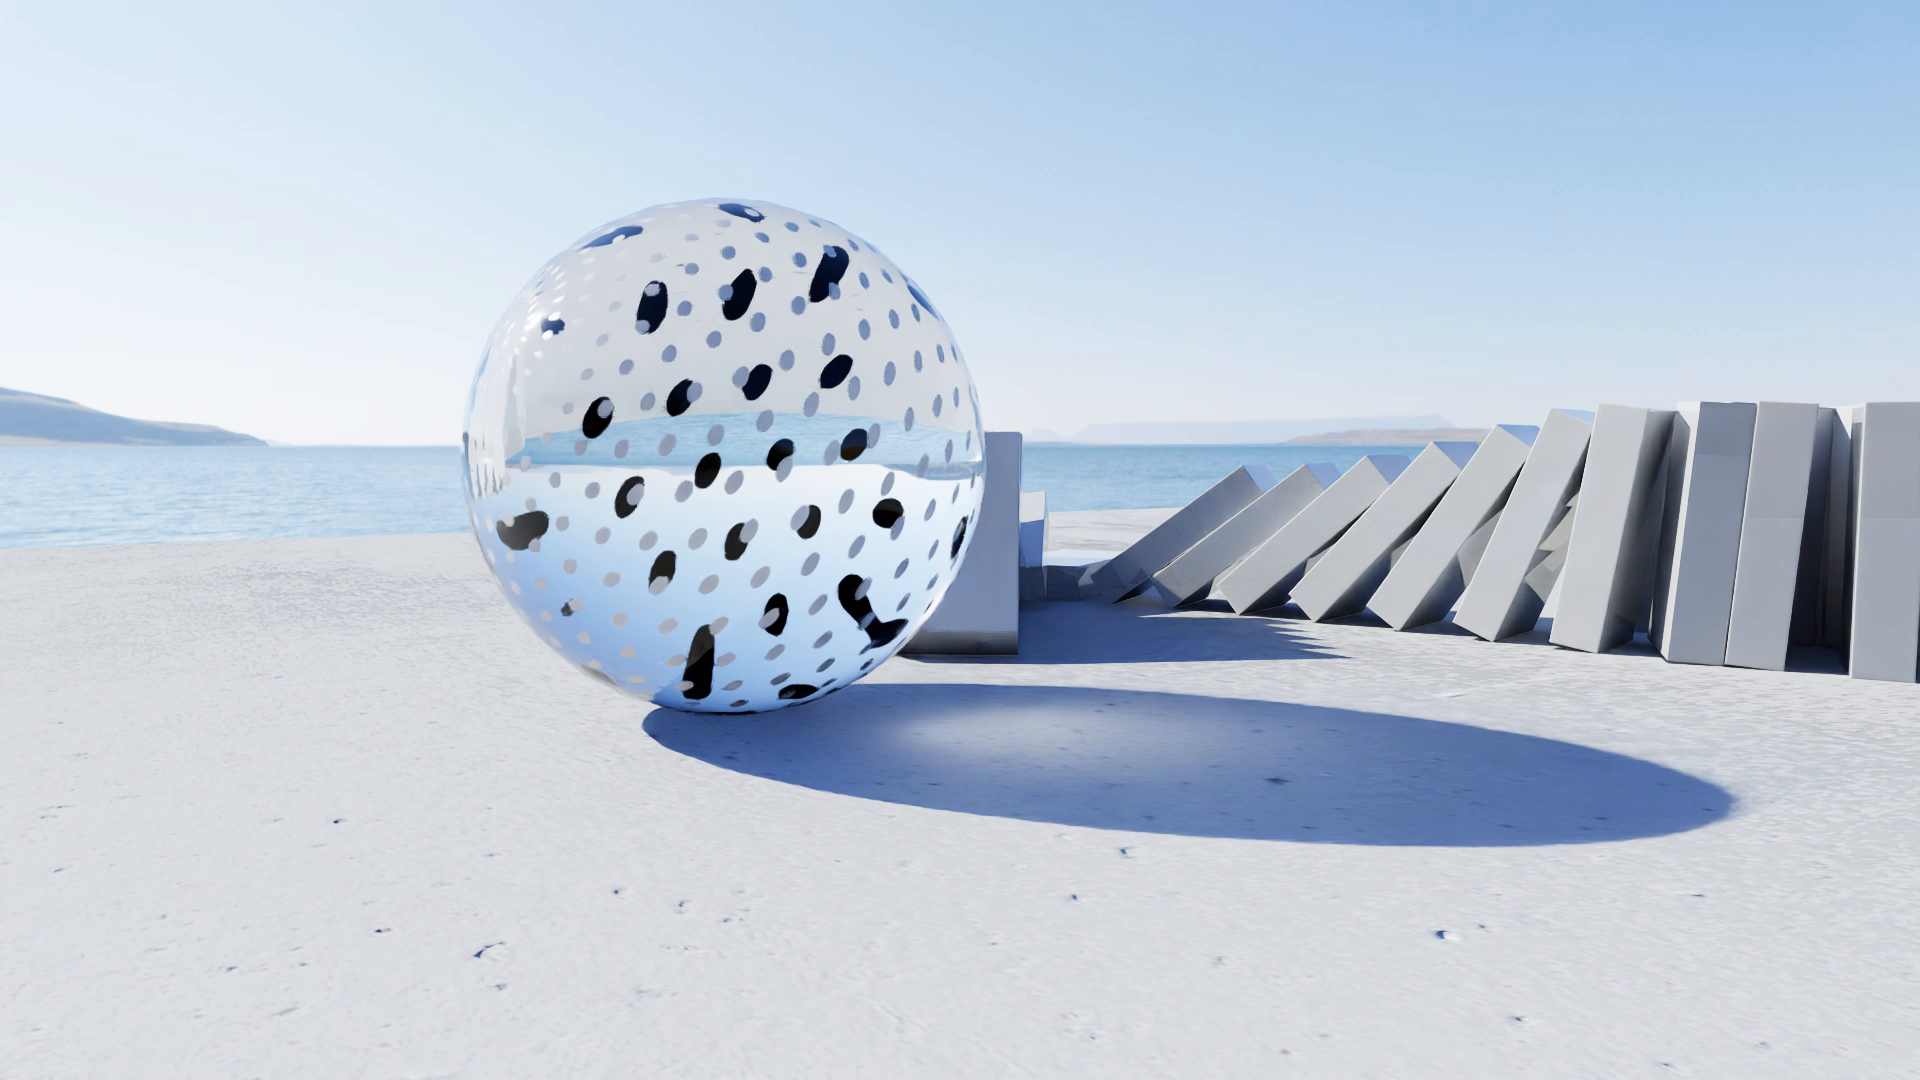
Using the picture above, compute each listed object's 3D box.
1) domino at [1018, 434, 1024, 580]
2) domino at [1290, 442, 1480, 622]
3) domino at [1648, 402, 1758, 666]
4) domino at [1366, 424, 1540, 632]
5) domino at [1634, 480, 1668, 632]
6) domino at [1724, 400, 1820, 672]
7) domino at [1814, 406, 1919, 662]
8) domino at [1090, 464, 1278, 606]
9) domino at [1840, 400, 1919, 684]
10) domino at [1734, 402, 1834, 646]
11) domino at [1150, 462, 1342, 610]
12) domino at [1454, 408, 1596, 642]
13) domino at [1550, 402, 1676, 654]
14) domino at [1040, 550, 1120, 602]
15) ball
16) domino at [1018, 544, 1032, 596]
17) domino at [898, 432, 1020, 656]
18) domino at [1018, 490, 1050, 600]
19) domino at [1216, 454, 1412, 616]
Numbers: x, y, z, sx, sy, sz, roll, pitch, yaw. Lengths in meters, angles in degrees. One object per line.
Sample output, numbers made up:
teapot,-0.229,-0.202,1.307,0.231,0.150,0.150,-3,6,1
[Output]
domino,0.002,-0.004,0.317,0.025,0.050,0.009,0,-34,5
domino,0.103,-0.002,0.303,0.025,0.050,0.009,-5,49,-47
domino,0.147,-0.002,0.256,0.009,0.050,0.025,6,8,20
domino,0.115,-0.003,0.291,0.025,0.050,0.009,-5,40,-48
domino,0.166,-0.004,0.290,0.025,0.050,0.009,1,4,12
domino,0.158,-0.001,0.250,0.009,0.050,0.025,7,7,30
domino,0.185,-0.002,0.262,0.010,0.050,0.025,2,5,9
domino,0.060,-0.002,0.340,0.050,0.009,0.025,-38,-13,23
domino,0.172,0.000,0.239,0.009,0.050,0.025,3,5,30
domino,0.168,-0.003,0.271,0.025,0.050,0.009,2,4,-12
domino,0.075,-0.001,0.330,0.050,0.010,0.025,-40,-16,27
domino,0.127,-0.003,0.279,0.009,0.050,0.025,32,24,36
domino,0.137,-0.003,0.268,0.010,0.050,0.025,16,14,41
domino,0.032,0.010,0.374,0.025,0.009,0.050,2,5,27
ball,-0.036,-0.013,0.202,0.080,0.080,0.080,0,4,0
domino,0.002,-0.003,0.337,0.025,0.009,0.050,-12,39,0
domino,0.000,0.000,0.269,0.025,0.050,0.010,0,-34,3
domino,0.011,0.002,0.355,0.025,0.009,0.050,-5,24,7
domino,0.089,-0.001,0.316,0.025,0.009,0.050,-5,-34,-50
